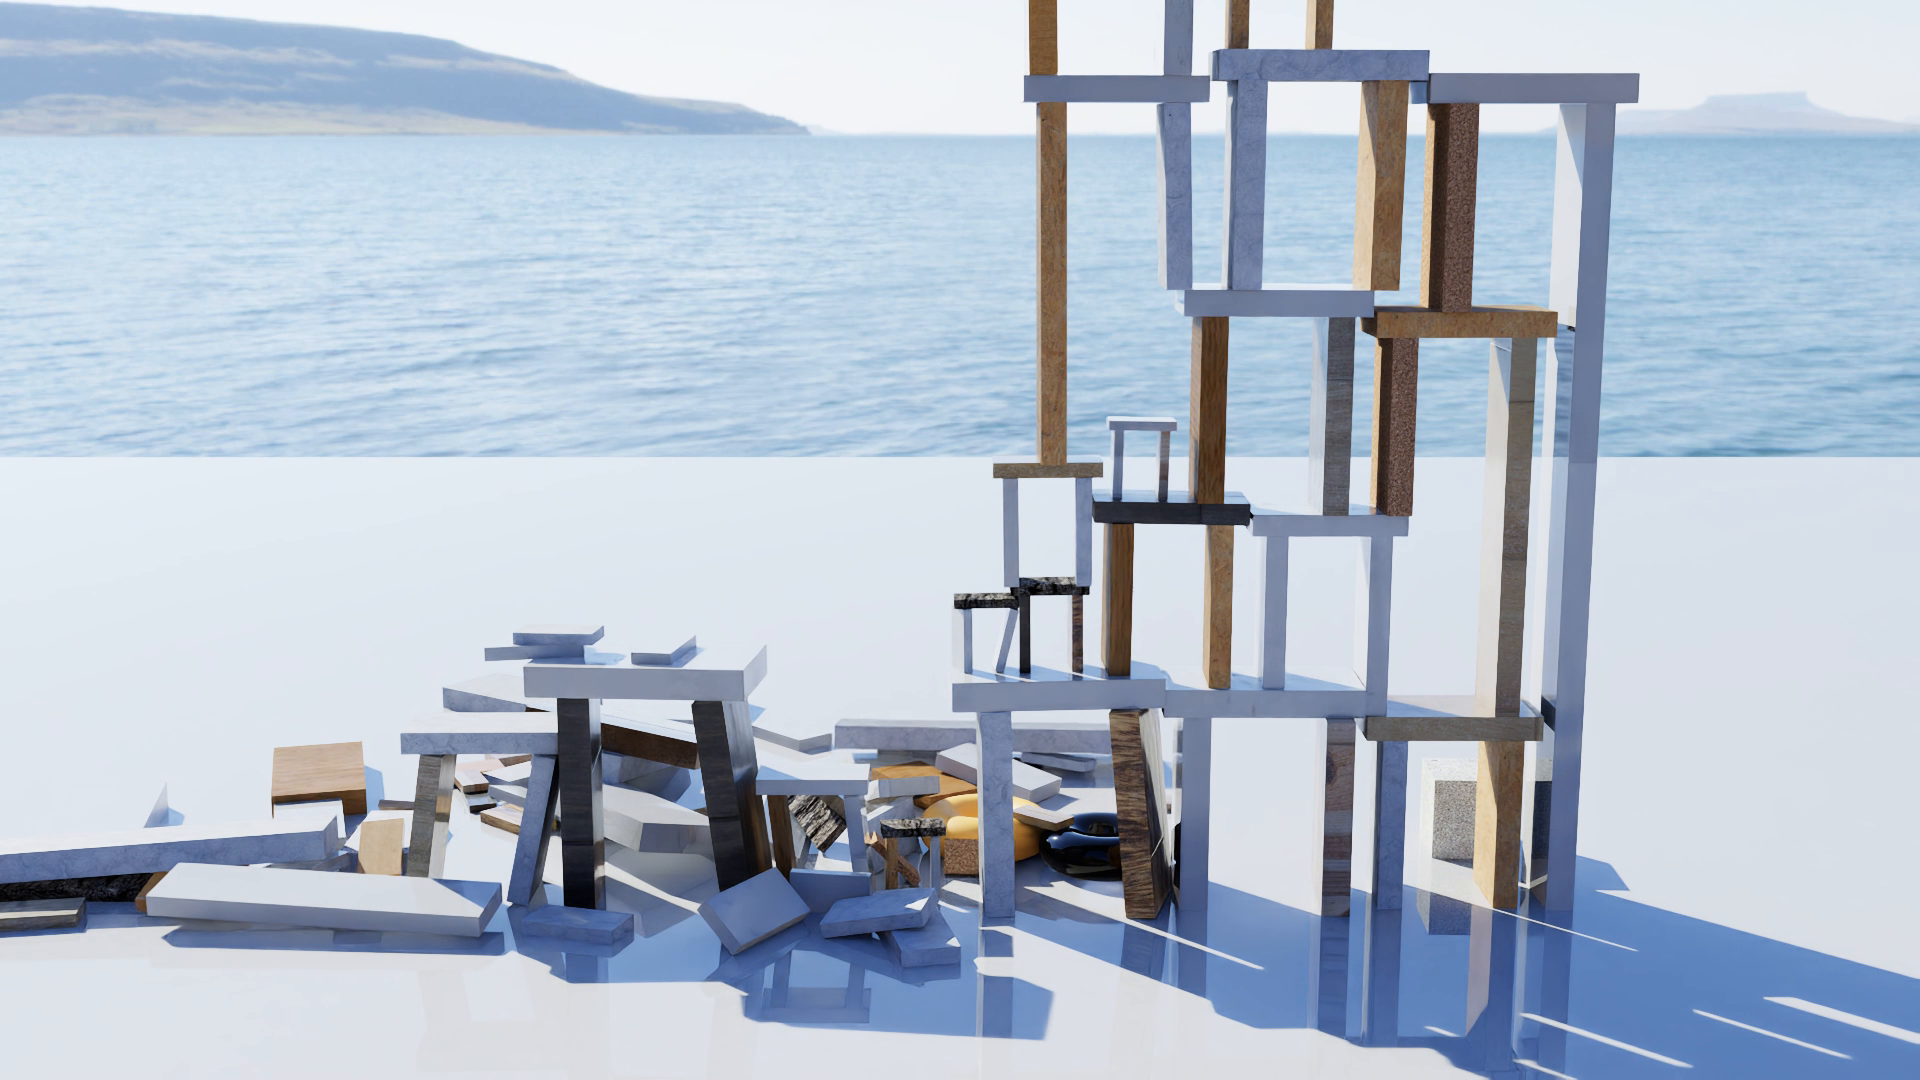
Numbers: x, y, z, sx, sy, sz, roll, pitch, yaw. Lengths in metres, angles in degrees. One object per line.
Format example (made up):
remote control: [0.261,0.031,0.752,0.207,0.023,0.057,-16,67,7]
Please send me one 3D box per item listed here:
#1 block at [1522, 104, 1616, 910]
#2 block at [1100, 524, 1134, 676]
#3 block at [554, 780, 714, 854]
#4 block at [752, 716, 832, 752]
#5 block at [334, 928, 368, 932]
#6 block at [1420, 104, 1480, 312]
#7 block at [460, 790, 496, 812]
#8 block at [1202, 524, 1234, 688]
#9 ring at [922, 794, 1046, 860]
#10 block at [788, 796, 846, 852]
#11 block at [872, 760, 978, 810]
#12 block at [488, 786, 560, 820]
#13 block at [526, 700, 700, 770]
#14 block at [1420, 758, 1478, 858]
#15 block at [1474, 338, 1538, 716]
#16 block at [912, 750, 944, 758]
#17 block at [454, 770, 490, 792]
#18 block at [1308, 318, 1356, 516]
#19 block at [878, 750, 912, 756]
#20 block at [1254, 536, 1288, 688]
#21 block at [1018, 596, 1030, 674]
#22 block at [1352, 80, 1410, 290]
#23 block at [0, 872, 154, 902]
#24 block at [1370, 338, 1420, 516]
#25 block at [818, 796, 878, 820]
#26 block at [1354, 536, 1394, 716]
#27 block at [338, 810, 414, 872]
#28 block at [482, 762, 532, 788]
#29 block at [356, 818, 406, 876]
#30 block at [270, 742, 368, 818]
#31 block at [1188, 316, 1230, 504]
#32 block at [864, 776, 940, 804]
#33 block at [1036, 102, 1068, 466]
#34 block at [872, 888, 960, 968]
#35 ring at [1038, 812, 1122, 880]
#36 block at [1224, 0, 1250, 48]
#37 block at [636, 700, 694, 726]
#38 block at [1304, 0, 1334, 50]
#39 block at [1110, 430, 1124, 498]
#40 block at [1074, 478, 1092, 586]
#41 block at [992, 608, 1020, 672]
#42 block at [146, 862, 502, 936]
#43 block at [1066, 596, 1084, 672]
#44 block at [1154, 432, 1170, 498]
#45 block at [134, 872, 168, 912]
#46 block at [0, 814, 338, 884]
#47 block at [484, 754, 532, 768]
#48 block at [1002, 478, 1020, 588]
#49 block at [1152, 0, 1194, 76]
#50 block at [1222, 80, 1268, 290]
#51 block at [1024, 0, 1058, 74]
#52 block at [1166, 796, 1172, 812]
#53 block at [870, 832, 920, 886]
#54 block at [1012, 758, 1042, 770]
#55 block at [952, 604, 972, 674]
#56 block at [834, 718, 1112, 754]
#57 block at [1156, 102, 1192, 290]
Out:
block: [0.979,-0.046,3.552,0.045,1.293,0.159,0,11,0]
block: [0.255,0.085,3.562,0.035,0.247,0.123,0,11,-3]
block: [-0.596,0.489,3.929,0.178,0.050,0.415,9,1,-38]
block: [-0.355,0.406,4.596,0.086,0.024,0.172,-10,14,-42]
block: [-0.967,0.599,3.564,0.072,0.020,0.144,-1,11,-7]
block: [0.769,-0.524,3.458,0.045,0.319,0.159,0,11,-1]
block: [-0.917,0.488,4.181,0.050,0.014,0.154,-4,11,-19]
block: [0.419,0.096,3.572,0.035,0.266,0.123,0,11,1]
ring: [0.045,0.510,3.891,0.235,0.078,0.235,1,9,0]
block: [-0.257,0.487,3.927,0.019,0.067,0.159,40,4,-38]
block: [-0.067,0.472,4.219,0.110,0.031,0.220,-6,12,-31]
block: [-0.745,0.498,4.064,0.340,0.020,0.069,10,1,42]
block: [-0.636,0.370,4.217,0.356,0.050,0.178,10,4,15]
block: [0.900,0.475,3.902,0.141,0.141,0.141,1,11,3]
block: [0.881,-0.028,3.554,0.040,0.610,0.141,0,11,0]
block: [-0.057,0.424,4.516,0.060,0.017,0.120,2,11,10]
block: [-0.944,0.463,4.233,0.050,0.014,0.101,-5,12,-25]
block: [0.594,-0.206,3.521,0.042,0.314,0.148,0,11,0]
block: [-0.123,0.420,4.540,0.060,0.017,0.120,3,11,17]
block: [0.505,0.105,3.575,0.035,0.248,0.124,0,11,1]
block: [0.105,0.147,3.568,0.018,0.127,0.063,0,10,1]
block: [0.660,-0.558,3.456,0.045,0.320,0.160,1,11,0]
block: [-1.360,0.579,3.668,0.613,0.023,0.080,0,11,0]
block: [0.694,-0.189,3.518,0.040,0.282,0.141,0,11,-1]
block: [-0.194,0.474,3.919,0.185,0.026,0.092,38,9,21]
block: [0.671,0.128,3.581,0.035,0.294,0.124,0,11,1]
block: [-1.009,0.531,3.891,0.120,0.034,0.240,0,11,-1]
block: [-0.838,0.459,4.310,0.086,0.024,0.172,10,14,42]
block: [-0.989,0.533,3.757,0.072,0.020,0.144,-5,34,-8]
block: [-1.233,0.461,4.232,0.169,0.048,0.338,-3,11,-16]
block: [0.397,-0.216,3.519,0.042,0.295,0.148,0,11,0]
block: [-0.124,0.458,4.012,0.110,0.031,0.309,-3,-9,-13]
block: [0.144,-0.405,3.469,0.040,0.559,0.142,-1,10,-1]
block: [-0.073,0.611,3.485,0.092,0.026,0.274,-2,11,-12]
ring: [0.248,0.529,3.799,0.225,0.075,0.225,1,9,0]
block: [0.429,-0.854,3.398,0.027,0.192,0.096,0,11,0]
block: [-0.581,0.366,4.746,0.163,0.046,0.327,2,11,8]
block: [0.557,-0.854,3.397,0.027,0.192,0.096,1,11,0]
block: [0.252,-0.126,3.536,0.015,0.108,0.054,1,11,-2]
block: [0.198,-0.020,3.536,0.025,0.175,0.087,0,10,1]
block: [0.074,0.158,3.570,0.015,0.104,0.052,12,9,-7]
block: [-1.015,0.574,3.520,0.541,0.034,0.120,3,18,5]
block: [0.187,0.145,3.575,0.018,0.127,0.063,-1,11,-4]
block: [0.326,-0.125,3.538,0.015,0.108,0.054,1,11,-1]
block: [-1.254,0.578,3.595,0.159,0.023,0.080,3,27,6]
block: [-1.440,0.525,3.688,0.749,0.048,0.169,-3,3,-8]
block: [-0.878,0.434,4.451,0.149,0.021,0.075,-6,12,-29]
block: [0.081,-0.018,3.535,0.025,0.175,0.087,-1,10,0]
block: [0.330,-0.872,3.385,0.044,0.310,0.155,0,10,-1]
block: [0.446,-0.559,3.455,0.045,0.320,0.160,0,11,0]
block: [0.123,-0.872,3.381,0.044,0.310,0.155,-1,10,-1]
block: [0.400,0.495,4.139,0.104,0.015,0.052,-1,11,-7]
block: [-0.111,0.539,3.717,0.015,0.103,0.052,-45,13,2]
block: [0.096,0.457,4.333,0.067,0.019,0.133,8,13,38]
block: [0.003,0.159,3.567,0.015,0.104,0.052,-5,11,-22]
block: [0.051,0.395,4.428,0.595,0.046,0.163,1,0,1]
block: [0.336,-0.541,3.453,0.040,0.284,0.142,-2,11,0]
